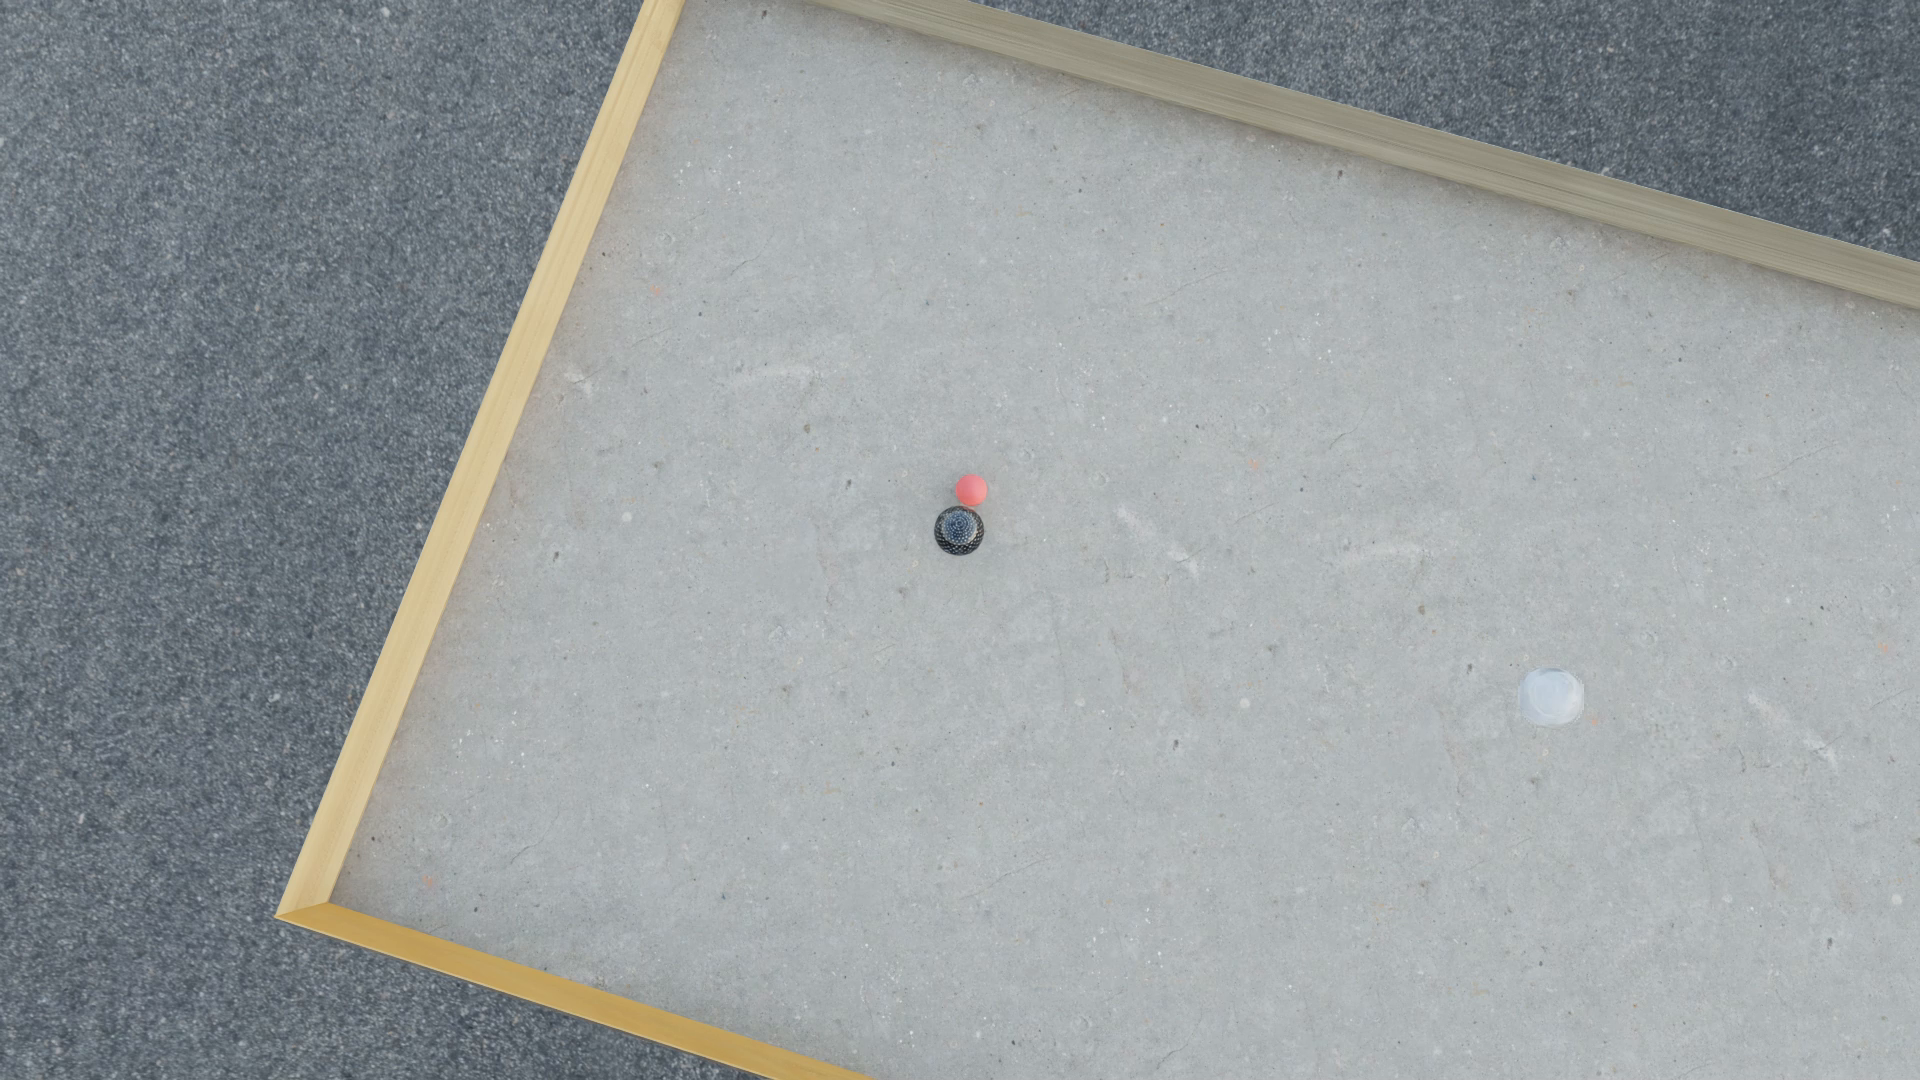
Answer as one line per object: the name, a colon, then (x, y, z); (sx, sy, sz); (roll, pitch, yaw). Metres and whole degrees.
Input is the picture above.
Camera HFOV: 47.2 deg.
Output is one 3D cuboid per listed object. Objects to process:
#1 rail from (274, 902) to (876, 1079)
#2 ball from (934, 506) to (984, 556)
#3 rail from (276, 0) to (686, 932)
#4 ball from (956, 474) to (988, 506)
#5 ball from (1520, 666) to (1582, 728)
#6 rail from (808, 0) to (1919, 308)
rail: (0.474, 0.964, 3.059); (3.027, 0.120, 0.045); (17, 73, 5)
ball: (-0.001, -0.014, 3.390); (0.078, 0.078, 0.078); (0, 73, 0)
rail: (-0.700, -0.217, 3.431); (0.045, 0.120, 1.712); (17, 73, 5)
ball: (0.018, -0.078, 3.424); (0.050, 0.050, 0.050); (0, 73, 0)
ball: (0.888, 0.236, 3.304); (0.092, 0.092, 0.092); (0, 73, 0)
rail: (0.970, -0.551, 3.535); (3.027, 0.120, 0.045); (17, 73, 5)
